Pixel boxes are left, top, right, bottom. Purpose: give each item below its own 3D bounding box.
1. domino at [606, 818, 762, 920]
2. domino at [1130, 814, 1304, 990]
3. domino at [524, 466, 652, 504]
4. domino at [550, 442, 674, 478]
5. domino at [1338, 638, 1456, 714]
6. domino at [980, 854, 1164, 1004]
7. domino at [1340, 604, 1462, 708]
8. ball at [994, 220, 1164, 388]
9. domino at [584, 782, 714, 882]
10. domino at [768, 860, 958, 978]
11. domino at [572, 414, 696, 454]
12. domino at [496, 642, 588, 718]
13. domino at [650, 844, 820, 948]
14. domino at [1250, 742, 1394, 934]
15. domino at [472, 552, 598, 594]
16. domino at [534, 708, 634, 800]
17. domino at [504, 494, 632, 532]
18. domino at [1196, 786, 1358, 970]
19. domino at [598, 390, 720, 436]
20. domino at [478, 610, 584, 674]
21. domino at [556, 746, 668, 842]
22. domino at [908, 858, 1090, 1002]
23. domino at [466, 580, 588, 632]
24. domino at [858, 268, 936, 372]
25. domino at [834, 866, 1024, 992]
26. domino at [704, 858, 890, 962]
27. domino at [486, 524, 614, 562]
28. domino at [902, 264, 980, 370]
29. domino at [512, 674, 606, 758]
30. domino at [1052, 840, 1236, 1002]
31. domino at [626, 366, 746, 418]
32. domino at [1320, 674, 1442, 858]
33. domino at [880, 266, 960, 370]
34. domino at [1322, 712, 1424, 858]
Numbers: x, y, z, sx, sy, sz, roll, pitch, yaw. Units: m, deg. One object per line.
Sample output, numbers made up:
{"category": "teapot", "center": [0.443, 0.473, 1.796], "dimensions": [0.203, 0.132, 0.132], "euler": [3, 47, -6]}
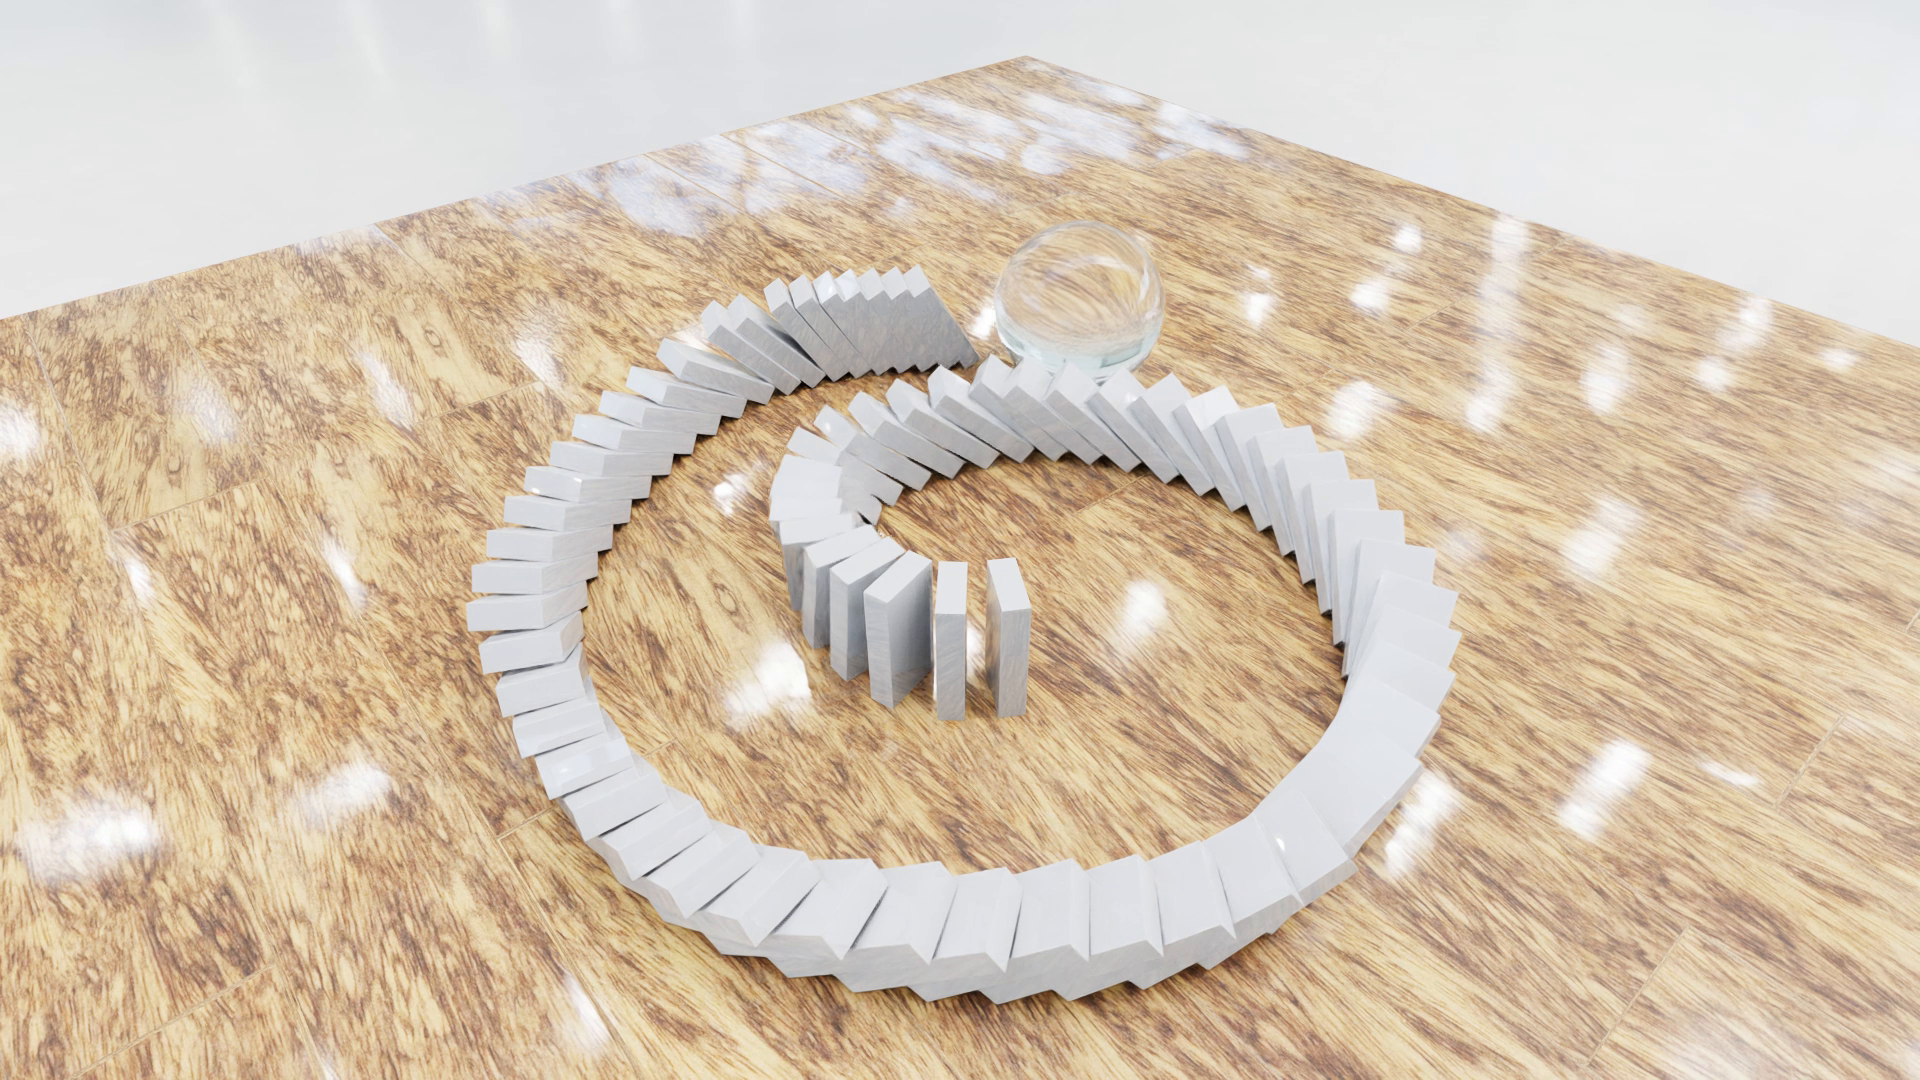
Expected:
{"category": "domino", "center": [-0.080, 0.090, 0.312], "dimensions": [0.025, 0.010, 0.050], "euler": [-34, 16, -33]}
{"category": "domino", "center": [0.065, 0.099, 0.301], "dimensions": [0.050, 0.010, 0.025], "euler": [-33, 39, 13]}
{"category": "domino", "center": [-0.152, -0.023, 0.452], "dimensions": [0.025, 0.010, 0.050], "euler": [12, 8, 15]}
{"category": "domino", "center": [-0.146, -0.034, 0.465], "dimensions": [0.025, 0.010, 0.050], "euler": [14, 8, 16]}
{"category": "domino", "center": [0.134, 0.060, 0.350], "dimensions": [0.025, 0.010, 0.050], "euler": [28, 81, 29]}
{"category": "domino", "center": [0.029, 0.105, 0.295], "dimensions": [0.050, 0.009, 0.025], "euler": [-26, 34, 22]}
{"category": "domino", "center": [0.143, 0.049, 0.362], "dimensions": [0.025, 0.010, 0.050], "euler": [23, 79, 25]}
{"category": "ball", "center": [0.057, -0.110, 0.522], "dimensions": [0.080, 0.080, 0.080], "euler": [0, 39, 0]}
{"category": "domino", "center": [-0.094, 0.083, 0.322], "dimensions": [0.025, 0.009, 0.050], "euler": [-29, 14, -30]}
{"category": "domino", "center": [-0.026, 0.103, 0.297], "dimensions": [0.050, 0.010, 0.025], "euler": [-19, 29, 33]}
{"category": "domino", "center": [-0.141, -0.046, 0.479], "dimensions": [0.025, 0.010, 0.050], "euler": [19, 10, 21]}
{"category": "domino", "center": [-0.138, 0.046, 0.367], "dimensions": [0.025, 0.010, 0.050], "euler": [-14, 8, -16]}
{"category": "domino", "center": [-0.064, 0.096, 0.305], "dimensions": [0.050, 0.010, 0.025], "euler": [-10, 24, 47]}
{"category": "domino", "center": [0.097, 0.086, 0.318], "dimensions": [0.050, 0.009, 0.025], "euler": [-46, 50, 0]}
{"category": "domino", "center": [-0.157, 0.012, 0.409], "dimensions": [0.025, 0.010, 0.050], "euler": [2, 6, 3]}
{"category": "domino", "center": [-0.119, 0.066, 0.343], "dimensions": [0.025, 0.010, 0.050], "euler": [-20, 10, -23]}
{"category": "domino", "center": [-0.155, -0.012, 0.437], "dimensions": [0.025, 0.009, 0.050], "euler": [9, 7, 11]}
{"category": "domino", "center": [0.082, 0.094, 0.307], "dimensions": [0.050, 0.009, 0.025], "euler": [-38, 42, 9]}
{"category": "domino", "center": [-0.133, -0.057, 0.492], "dimensions": [0.025, 0.010, 0.050], "euler": [22, 11, 24]}
{"category": "domino", "center": [-0.147, 0.035, 0.380], "dimensions": [0.025, 0.010, 0.050], "euler": [-9, 6, -11]}
{"category": "domino", "center": [-0.107, 0.075, 0.332], "dimensions": [0.025, 0.009, 0.050], "euler": [-24, 12, -26]}
{"category": "domino", "center": [0.010, 0.105, 0.295], "dimensions": [0.050, 0.010, 0.025], "euler": [-24, 32, 25]}
{"category": "domino", "center": [-0.154, 0.023, 0.394], "dimensions": [0.025, 0.010, 0.050], "euler": [-2, 6, -2]}
{"category": "domino", "center": [-0.031, -0.109, 0.546], "dimensions": [0.010, 0.050, 0.025], "euler": [-33, 41, 9]}
{"category": "domino", "center": [-0.009, 0.105, 0.295], "dimensions": [0.050, 0.010, 0.025], "euler": [-20, 30, 30]}
{"category": "domino", "center": [-0.045, 0.100, 0.300], "dimensions": [0.050, 0.009, 0.025], "euler": [-15, 26, 40]}
{"category": "domino", "center": [-0.156, 0.000, 0.423], "dimensions": [0.025, 0.010, 0.050], "euler": [5, 6, 7]}
{"category": "domino", "center": [-0.009, -0.111, 0.549], "dimensions": [0.009, 0.050, 0.025], "euler": [-33, 41, 9]}
{"category": "domino", "center": [-0.130, 0.056, 0.355], "dimensions": [0.025, 0.010, 0.050], "euler": [-17, 9, -19]}
{"category": "domino", "center": [0.047, 0.103, 0.297], "dimensions": [0.050, 0.010, 0.025], "euler": [-29, 36, 19]}
{"category": "domino", "center": [-0.125, -0.068, 0.505], "dimensions": [0.025, 0.009, 0.050], "euler": [27, 13, 29]}
{"category": "domino", "center": [0.123, 0.069, 0.338], "dimensions": [0.025, 0.010, 0.050], "euler": [32, 83, 33]}
{"category": "domino", "center": [-0.020, -0.110, 0.547], "dimensions": [0.009, 0.050, 0.025], "euler": [-33, 41, 9]}
{"category": "domino", "center": [0.111, 0.079, 0.327], "dimensions": [0.050, 0.009, 0.025], "euler": [-48, 52, -2]}
